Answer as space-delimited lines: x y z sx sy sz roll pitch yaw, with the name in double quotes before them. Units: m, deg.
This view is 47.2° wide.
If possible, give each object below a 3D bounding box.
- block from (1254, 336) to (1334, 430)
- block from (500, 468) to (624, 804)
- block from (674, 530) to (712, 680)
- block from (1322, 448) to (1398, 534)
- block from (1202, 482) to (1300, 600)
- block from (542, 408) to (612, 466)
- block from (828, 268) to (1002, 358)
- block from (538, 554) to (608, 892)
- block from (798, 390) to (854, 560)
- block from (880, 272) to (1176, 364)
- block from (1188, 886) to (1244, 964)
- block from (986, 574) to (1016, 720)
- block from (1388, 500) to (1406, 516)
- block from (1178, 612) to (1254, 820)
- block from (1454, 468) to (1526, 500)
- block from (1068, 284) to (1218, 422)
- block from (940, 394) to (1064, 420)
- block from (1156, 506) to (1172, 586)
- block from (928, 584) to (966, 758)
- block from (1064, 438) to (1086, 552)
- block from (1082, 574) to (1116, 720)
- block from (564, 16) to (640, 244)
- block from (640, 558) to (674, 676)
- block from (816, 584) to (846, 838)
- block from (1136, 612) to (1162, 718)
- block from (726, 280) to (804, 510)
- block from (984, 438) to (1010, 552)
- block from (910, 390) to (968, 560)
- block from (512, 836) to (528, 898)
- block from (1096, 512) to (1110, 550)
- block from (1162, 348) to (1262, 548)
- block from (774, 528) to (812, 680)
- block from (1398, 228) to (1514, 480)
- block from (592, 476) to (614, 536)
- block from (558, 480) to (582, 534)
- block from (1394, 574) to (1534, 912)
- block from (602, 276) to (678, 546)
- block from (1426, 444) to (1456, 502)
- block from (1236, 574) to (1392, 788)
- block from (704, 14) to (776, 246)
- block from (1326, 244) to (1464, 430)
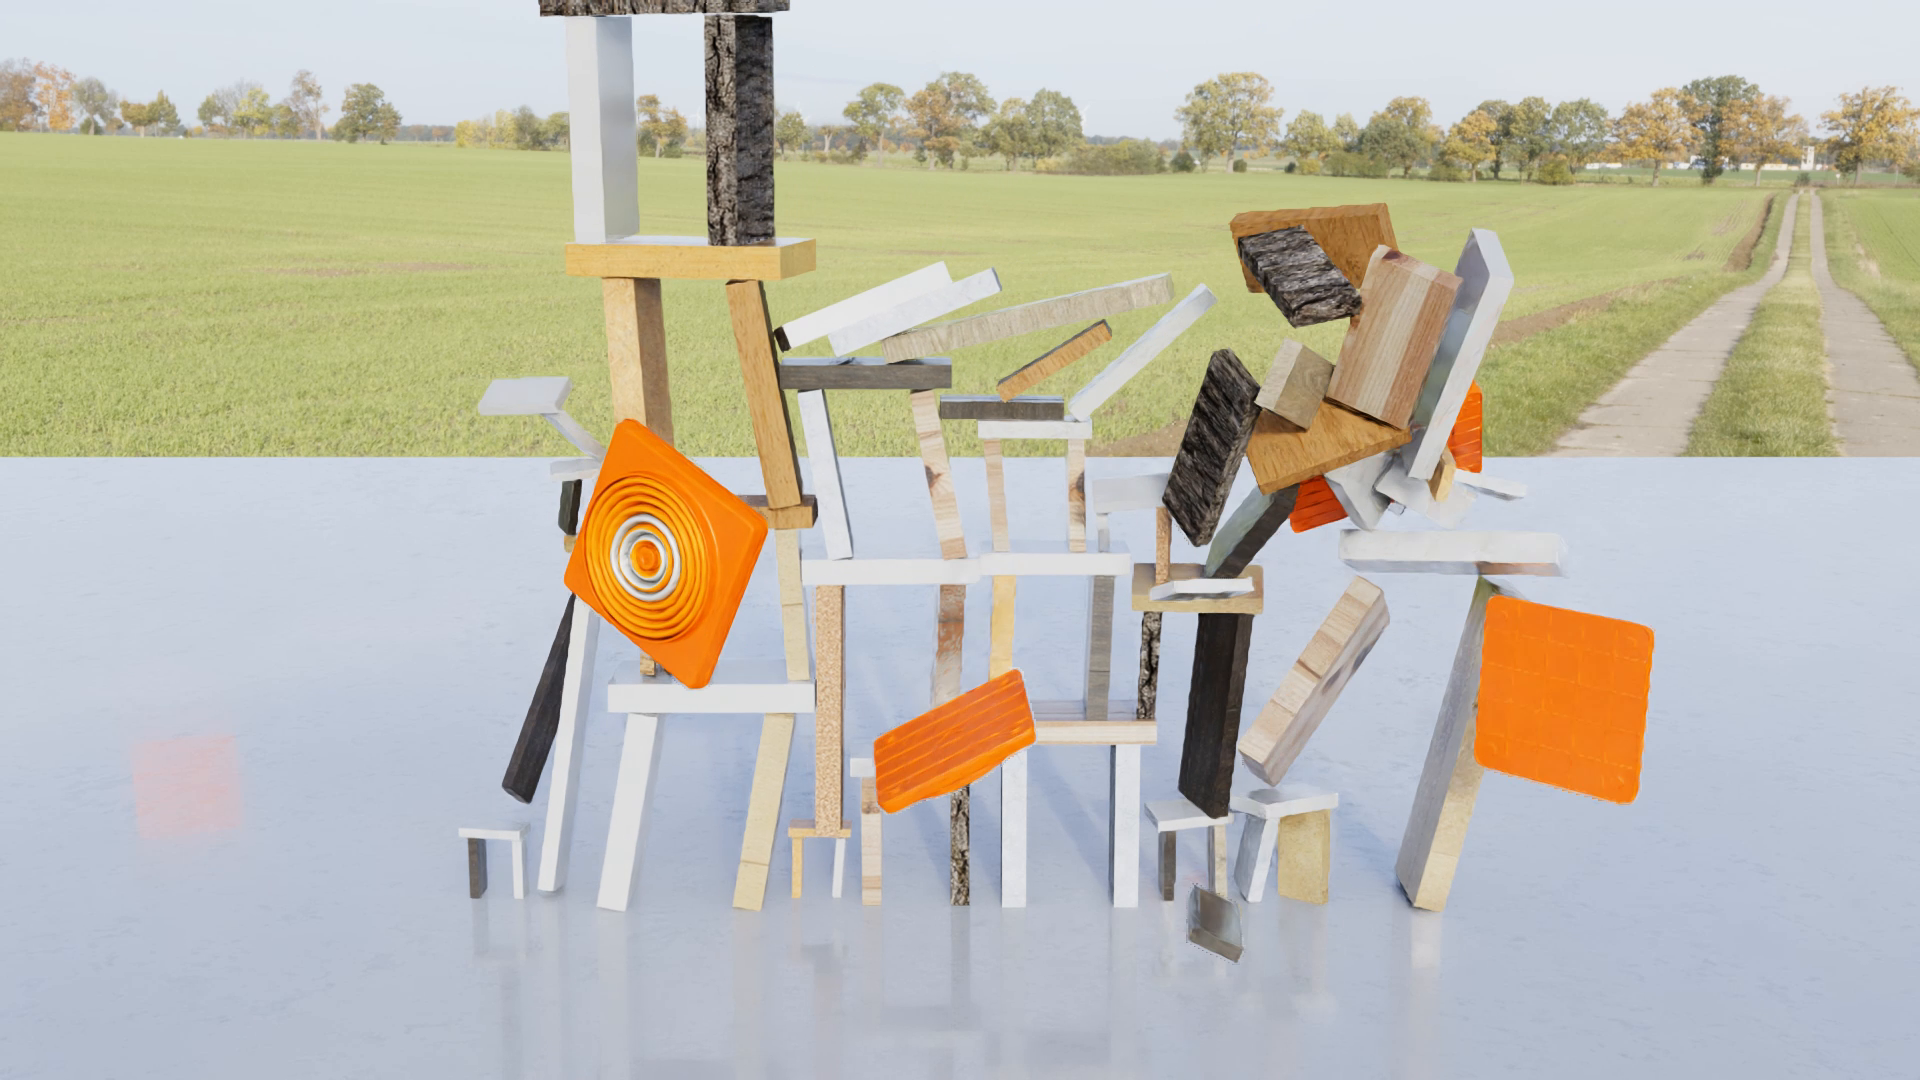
"block" 0.477 -0.219 3.110 0.028 0.100 0.200 26 6 23
"block" -0.655 0.113 3.841 0.020 0.722 0.070 5 -26 24
"block" -0.433 0.093 3.579 0.035 0.247 0.123 0 11 2
"block" 0.623 -0.102 3.366 0.033 0.115 0.230 30 -5 28
"block" 0.446 -0.023 3.360 0.033 0.260 0.115 26 51 -6
"block" -0.631 -0.177 3.581 0.070 0.020 0.139 28 -13 38
"block" -0.069 -0.362 3.486 0.275 0.039 0.138 -21 6 6
"block" -0.645 0.301 3.675 0.026 0.561 0.091 7 -1 4
"block" -0.216 -0.113 3.542 0.038 0.271 0.135 -10 10 0
"block" 0.109 -0.352 3.482 0.457 0.039 0.138 -11 8 11
"block" 0.304 0.456 2.621 0.060 0.017 0.278 24 3 5
"block" 0.067 0.163 3.588 0.034 0.239 0.120 2 11 0
"block" 0.705 -0.073 3.468 0.020 0.069 0.138 34 9 10
"block" 0.412 0.265 3.560 0.029 0.369 0.103 -9 26 -28
"block" 0.814 -0.090 3.468 0.138 0.020 0.069 13 -4 -7
"block" 0.290 -0.300 3.508 0.288 0.028 0.099 -41 7 8
"block" 0.067 -0.215 3.555 0.198 0.028 0.099 0 10 -1
"block" 0.318 -0.007 3.433 0.018 0.165 0.063 4 39 9
"block" -0.022 0.200 3.614 0.041 0.286 0.143 2 10 -4
"block" 0.186 -0.079 3.549 0.026 0.182 0.091 -2 11 -1
"block" 0.226 0.163 3.588 0.034 0.239 0.120 2 11 0
"block" -0.567 -0.655 3.498 0.049 0.348 0.174 2 14 10
"block" -0.496 0.122 3.593 0.026 0.183 0.091 4 9 9
"block" -0.213 0.266 3.621 0.041 0.419 0.143 1 10 0
"block" 0.308 0.175 3.557 0.029 0.205 0.103 4 30 5
"block" -0.311 -0.242 3.520 0.051 0.357 0.179 -11 11 -1
"block" 0.058 -0.080 3.546 0.026 0.182 0.091 -5 11 0
"block" -0.035 -0.113 3.538 0.038 0.271 0.135 -11 10 1
"block" -0.732 0.538 3.661 0.015 0.105 0.053 0 11 -2
"block" 0.225 -0.031 3.478 0.018 0.063 0.126 -5 -15 3
"block" 0.366 -0.131 3.193 0.028 0.310 0.100 -15 53 -25
"block" -0.270 0.093 3.577 0.035 0.247 0.123 -4 11 -1
"block" 0.708 -0.265 3.171 0.035 0.355 0.125 8 39 -8
"block" -0.590 -0.064 3.642 0.014 0.102 0.051 -7 25 0
"block" -0.647 -0.065 3.650 0.014 0.102 0.051 1 17 -31
"block" 0.823 0.331 3.612 0.048 0.530 0.171 13 11 -2
"block" -0.517 -0.216 3.590 0.051 0.430 0.179 -3 8 7
"block" 0.707 -0.110 3.253 0.017 0.060 0.121 9 27 -4
"block" 0.578 0.232 3.574 0.048 0.342 0.171 33 -8 23
"block" -0.344 -0.643 3.446 0.049 0.348 0.174 4 13 14
"block" 0.611 -0.284 3.102 0.125 0.249 0.035 26 44 16
